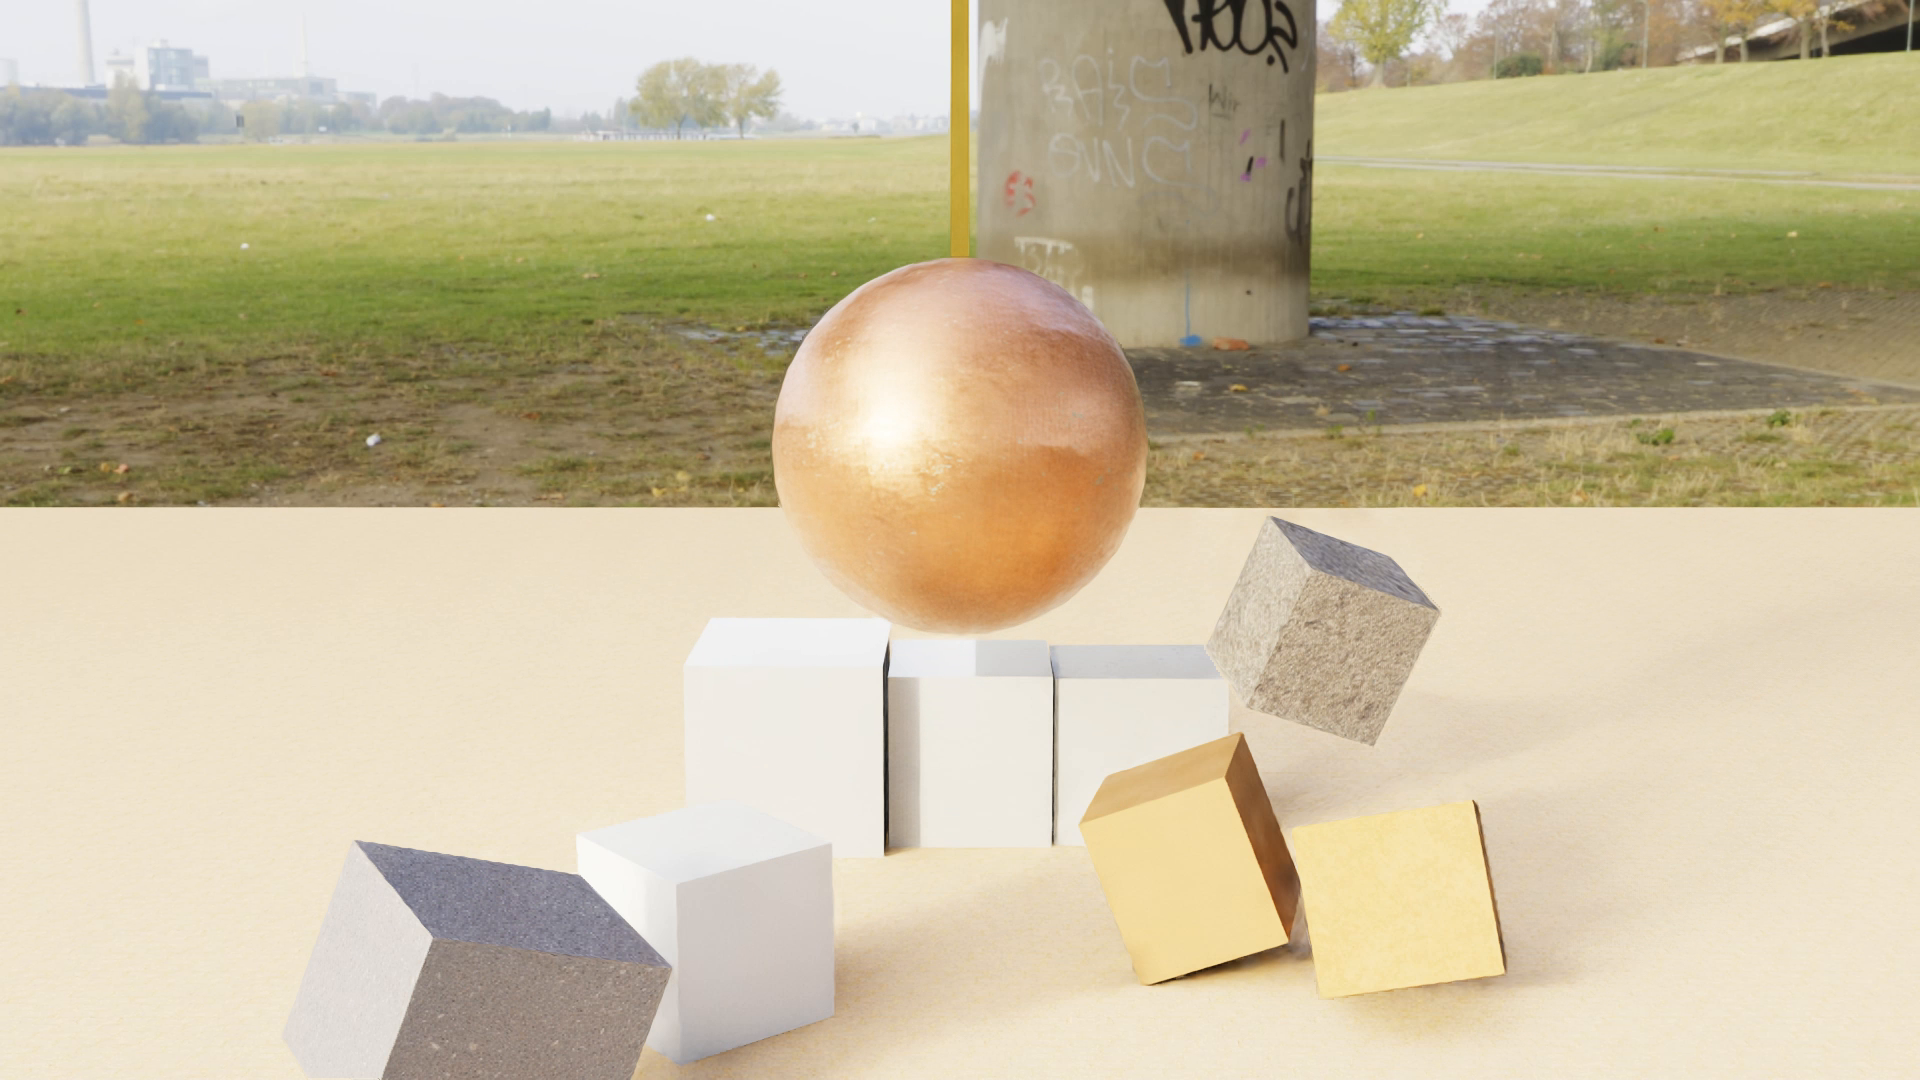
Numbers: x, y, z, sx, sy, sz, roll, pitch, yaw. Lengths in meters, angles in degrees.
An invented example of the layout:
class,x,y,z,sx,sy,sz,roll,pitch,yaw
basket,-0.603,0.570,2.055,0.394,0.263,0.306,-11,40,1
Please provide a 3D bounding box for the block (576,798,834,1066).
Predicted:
class,x,y,z,sx,sy,sz,roll,pitch,yaw
block,-1.025,1.555,8.880,0.736,0.739,0.736,-9,15,-39

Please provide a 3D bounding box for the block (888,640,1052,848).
class,x,y,z,sx,sy,sz,roll,pitch,yaw
block,0.052,1.039,11.393,0.817,0.880,0.824,0,10,0

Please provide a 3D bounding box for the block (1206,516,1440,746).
class,x,y,z,sx,sy,sz,roll,pitch,yaw
block,1.518,0.379,9.272,0.609,0.647,0.600,18,18,-17

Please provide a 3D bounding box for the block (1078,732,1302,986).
class,x,y,z,sx,sy,sz,roll,pitch,yaw
block,1.005,1.360,9.474,0.654,0.743,0.734,-20,5,16

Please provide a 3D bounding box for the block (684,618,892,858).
class,x,y,z,sx,sy,sz,roll,pitch,yaw
block,-0.858,0.997,11.358,0.974,0.975,1.087,0,10,1

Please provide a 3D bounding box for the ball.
class,x,y,z,sx,sy,sz,roll,pitch,yaw
ball,0.000,-0.394,9.350,1.600,1.600,1.600,0,10,0

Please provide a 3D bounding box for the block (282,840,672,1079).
class,x,y,z,sx,sy,sz,roll,pitch,yaw
block,-1.673,1.598,7.598,0.909,0.748,0.777,17,7,-38

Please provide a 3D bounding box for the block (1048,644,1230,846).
class,x,y,z,sx,sy,sz,roll,pitch,yaw
block,0.906,1.048,11.387,0.869,0.863,0.746,0,10,0

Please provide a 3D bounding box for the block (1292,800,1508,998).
class,x,y,z,sx,sy,sz,roll,pitch,yaw
block,1.769,1.431,8.807,0.704,0.663,0.671,-11,-10,13

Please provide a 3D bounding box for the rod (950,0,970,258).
class,x,y,z,sx,sy,sz,roll,pitch,yaw
rod,0.000,-3.772,9.732,0.080,5.200,0.080,0,-6,0
